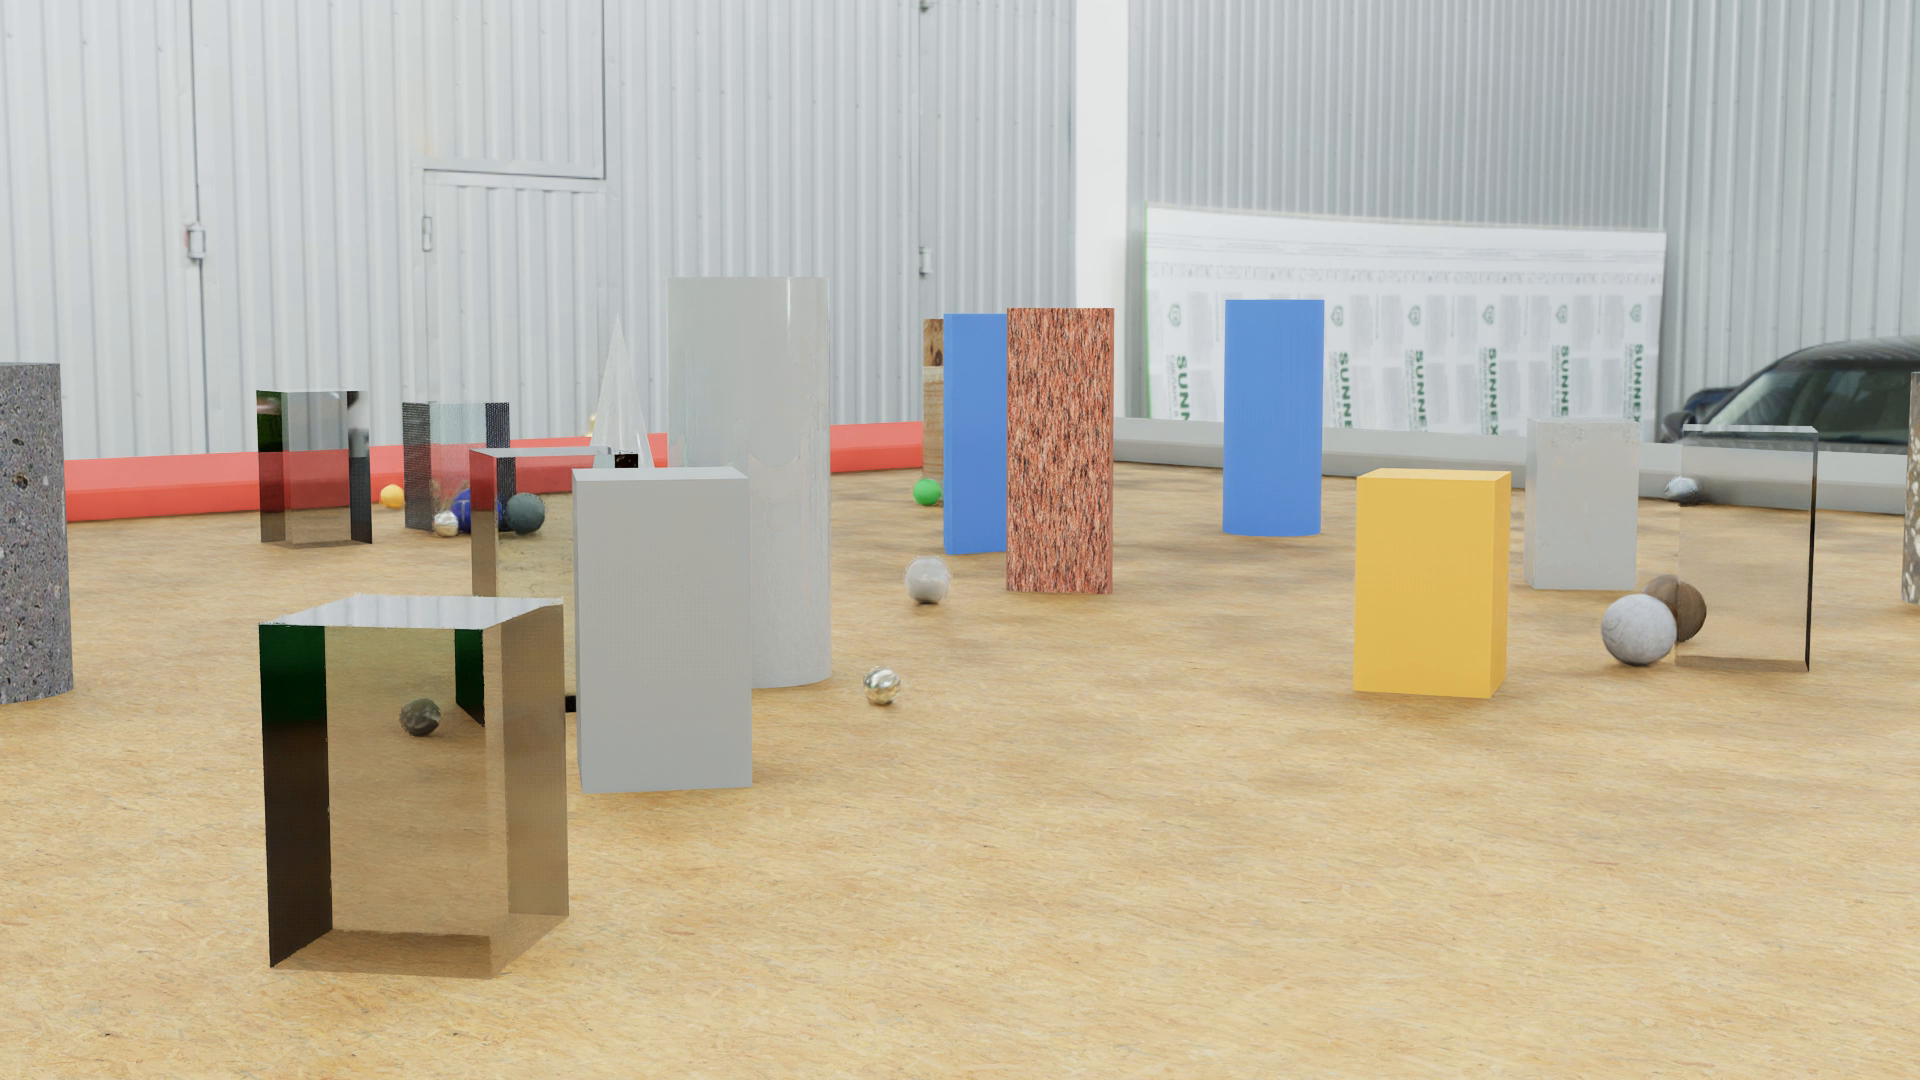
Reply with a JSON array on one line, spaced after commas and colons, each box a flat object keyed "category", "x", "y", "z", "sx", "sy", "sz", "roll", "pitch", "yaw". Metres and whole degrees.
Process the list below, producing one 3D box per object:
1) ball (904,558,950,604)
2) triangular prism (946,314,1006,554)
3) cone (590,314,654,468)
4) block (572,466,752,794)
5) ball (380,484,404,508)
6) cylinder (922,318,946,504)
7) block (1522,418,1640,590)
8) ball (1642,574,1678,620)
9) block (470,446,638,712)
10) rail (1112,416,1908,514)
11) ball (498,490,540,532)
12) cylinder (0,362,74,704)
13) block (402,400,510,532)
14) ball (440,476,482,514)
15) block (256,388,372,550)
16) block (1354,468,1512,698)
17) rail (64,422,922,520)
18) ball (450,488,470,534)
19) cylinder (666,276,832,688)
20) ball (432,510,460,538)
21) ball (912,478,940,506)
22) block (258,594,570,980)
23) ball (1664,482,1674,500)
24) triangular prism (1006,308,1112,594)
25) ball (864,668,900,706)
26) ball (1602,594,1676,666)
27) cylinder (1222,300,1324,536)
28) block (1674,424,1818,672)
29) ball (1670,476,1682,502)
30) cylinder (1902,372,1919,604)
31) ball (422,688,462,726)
[{"category": "ball", "x": -0.049, "y": 0.062, "z": 3.337, "sx": 0.071, "sy": 0.071, "sz": 0.071, "roll": 0, "pitch": 6, "yaw": 0}, {"category": "triangular prism", "x": 0.012, "y": -0.202, "z": 4.100, "sx": 0.170, "sy": 0.438, "sz": 0.147, "roll": -4, "pitch": 7, "yaw": -33}, {"category": "cone", "x": -0.611, "y": -0.188, "z": 3.944, "sx": 0.196, "sy": 0.441, "sz": 0.196, "roll": 0, "pitch": 6, "yaw": 0}, {"category": "block", "x": -0.287, "y": 0.081, "z": 2.106, "sx": 0.157, "sy": 0.290, "sz": 0.157, "roll": -1, "pitch": 6, "yaw": -11}, {"category": "ball", "x": -1.275, "y": -0.097, "z": 4.943, "sx": 0.054, "sy": 0.054, "sz": 0.054, "roll": 0, "pitch": 6, "yaw": 0}, {"category": "cylinder", "x": 0.010, "y": -0.305, "z": 5.153, "sx": 0.196, "sy": 0.424, "sz": 0.196, "roll": 0, "pitch": 6, "yaw": 0}, {"category": "block", "x": 1.008, "y": -0.061, "z": 3.574, "sx": 0.157, "sy": 0.267, "sz": 0.157, "roll": 1, "pitch": 6, "yaw": 8}, {"category": "ball", "x": 0.971, "y": 0.089, "z": 2.997, "sx": 0.087, "sy": 0.087, "sz": 0.087, "roll": 0, "pitch": 6, "yaw": 0}, {"category": "block", "x": -0.461, "y": 0.042, "z": 2.499, "sx": 0.157, "sy": 0.286, "sz": 0.157, "roll": -3, "pitch": 6, "yaw": -23}, {"category": "rail", "x": 1.835, "y": -0.143, "z": 5.016, "sx": 0.045, "sy": 0.128, "sz": 4.497, "roll": -5, "pitch": 8, "yaw": -42}, {"category": "ball", "x": -0.889, "y": -0.058, "z": 4.431, "sx": 0.083, "sy": 0.083, "sz": 0.083, "roll": 0, "pitch": 6, "yaw": 0}, {"category": "cylinder", "x": -1.142, "y": -0.012, "z": 2.552, "sx": 0.196, "sy": 0.382, "sz": 0.196, "roll": 0, "pitch": 6, "yaw": 0}, {"category": "block", "x": -1.027, "y": -0.152, "z": 4.490, "sx": 0.157, "sy": 0.258, "sz": 0.157, "roll": -5, "pitch": 8, "yaw": -41}, {"category": "ball", "x": -1.070, "y": -0.093, "z": 4.718, "sx": 0.093, "sy": 0.093, "sz": 0.093, "roll": 0, "pitch": 6, "yaw": 0}, {"category": "block", "x": -1.233, "y": -0.139, "z": 4.198, "sx": 0.157, "sy": 0.293, "sz": 0.157, "roll": -5, "pitch": 8, "yaw": -38}, {"category": "block", "x": 0.563, "y": 0.047, "z": 2.616, "sx": 0.157, "sy": 0.251, "sz": 0.157, "roll": 2, "pitch": 6, "yaw": 20}, {"category": "rail", "x": -1.509, "y": -0.137, "z": 4.958, "sx": 5.040, "sy": 0.128, "sz": 0.045, "roll": -5, "pitch": 8, "yaw": -42}, {"category": "ball", "x": -0.969, "y": -0.058, "z": 4.383, "sx": 0.092, "sy": 0.092, "sz": 0.092, "roll": 0, "pitch": 6, "yaw": 0}, {"category": "cylinder", "x": -0.255, "y": -0.075, "z": 2.667, "sx": 0.196, "sy": 0.483, "sz": 0.196, "roll": 0, "pitch": 6, "yaw": 0}, {"category": "ball", "x": -1.009, "y": -0.032, "z": 4.321, "sx": 0.053, "sy": 0.053, "sz": 0.053, "roll": 0, "pitch": 6, "yaw": 0}, {"category": "ball", "x": -0.076, "y": -0.110, "z": 5.016, "sx": 0.064, "sy": 0.064, "sz": 0.064, "roll": 0, "pitch": 6, "yaw": 0}, {"category": "block", "x": -0.378, "y": 0.167, "z": 1.544, "sx": 0.157, "sy": 0.236, "sz": 0.157, "roll": 1, "pitch": 6, "yaw": 9}, {"category": "ball", "x": 1.676, "y": -0.115, "z": 5.156, "sx": 0.046, "sy": 0.046, "sz": 0.046, "roll": 0, "pitch": 6, "yaw": 0}, {"category": "triangular prism", "x": 0.176, "y": -0.147, "z": 3.529, "sx": 0.170, "sy": 0.448, "sz": 0.147, "roll": 2, "pitch": 6, "yaw": 16}, {"category": "ball", "x": -0.088, "y": 0.166, "z": 2.487, "sx": 0.042, "sy": 0.042, "sz": 0.042, "roll": 0, "pitch": 6, "yaw": 0}, {"category": "ball", "x": 0.851, "y": 0.113, "z": 2.756, "sx": 0.091, "sy": 0.091, "sz": 0.091, "roll": 0, "pitch": 6, "yaw": 0}, {"category": "cylinder", "x": 0.628, "y": -0.248, "z": 4.409, "sx": 0.196, "sy": 0.465, "sz": 0.196, "roll": 0, "pitch": 6, "yaw": 0}, {"category": "block", "x": 0.995, "y": 0.006, "z": 2.790, "sx": 0.157, "sy": 0.296, "sz": 0.157, "roll": 2, "pitch": 6, "yaw": 18}, {"category": "ball", "x": 1.679, "y": -0.118, "z": 5.100, "sx": 0.062, "sy": 0.062, "sz": 0.062, "roll": 0, "pitch": 6, "yaw": 0}, {"category": "cylinder", "x": 1.546, "y": -0.079, "z": 3.346, "sx": 0.196, "sy": 0.349, "sz": 0.196, "roll": 0, "pitch": 6, "yaw": 0}, {"category": "ball", "x": -0.557, "y": 0.179, "z": 2.364, "sx": 0.040, "sy": 0.040, "sz": 0.040, "roll": 0, "pitch": 6, "yaw": 0}]
